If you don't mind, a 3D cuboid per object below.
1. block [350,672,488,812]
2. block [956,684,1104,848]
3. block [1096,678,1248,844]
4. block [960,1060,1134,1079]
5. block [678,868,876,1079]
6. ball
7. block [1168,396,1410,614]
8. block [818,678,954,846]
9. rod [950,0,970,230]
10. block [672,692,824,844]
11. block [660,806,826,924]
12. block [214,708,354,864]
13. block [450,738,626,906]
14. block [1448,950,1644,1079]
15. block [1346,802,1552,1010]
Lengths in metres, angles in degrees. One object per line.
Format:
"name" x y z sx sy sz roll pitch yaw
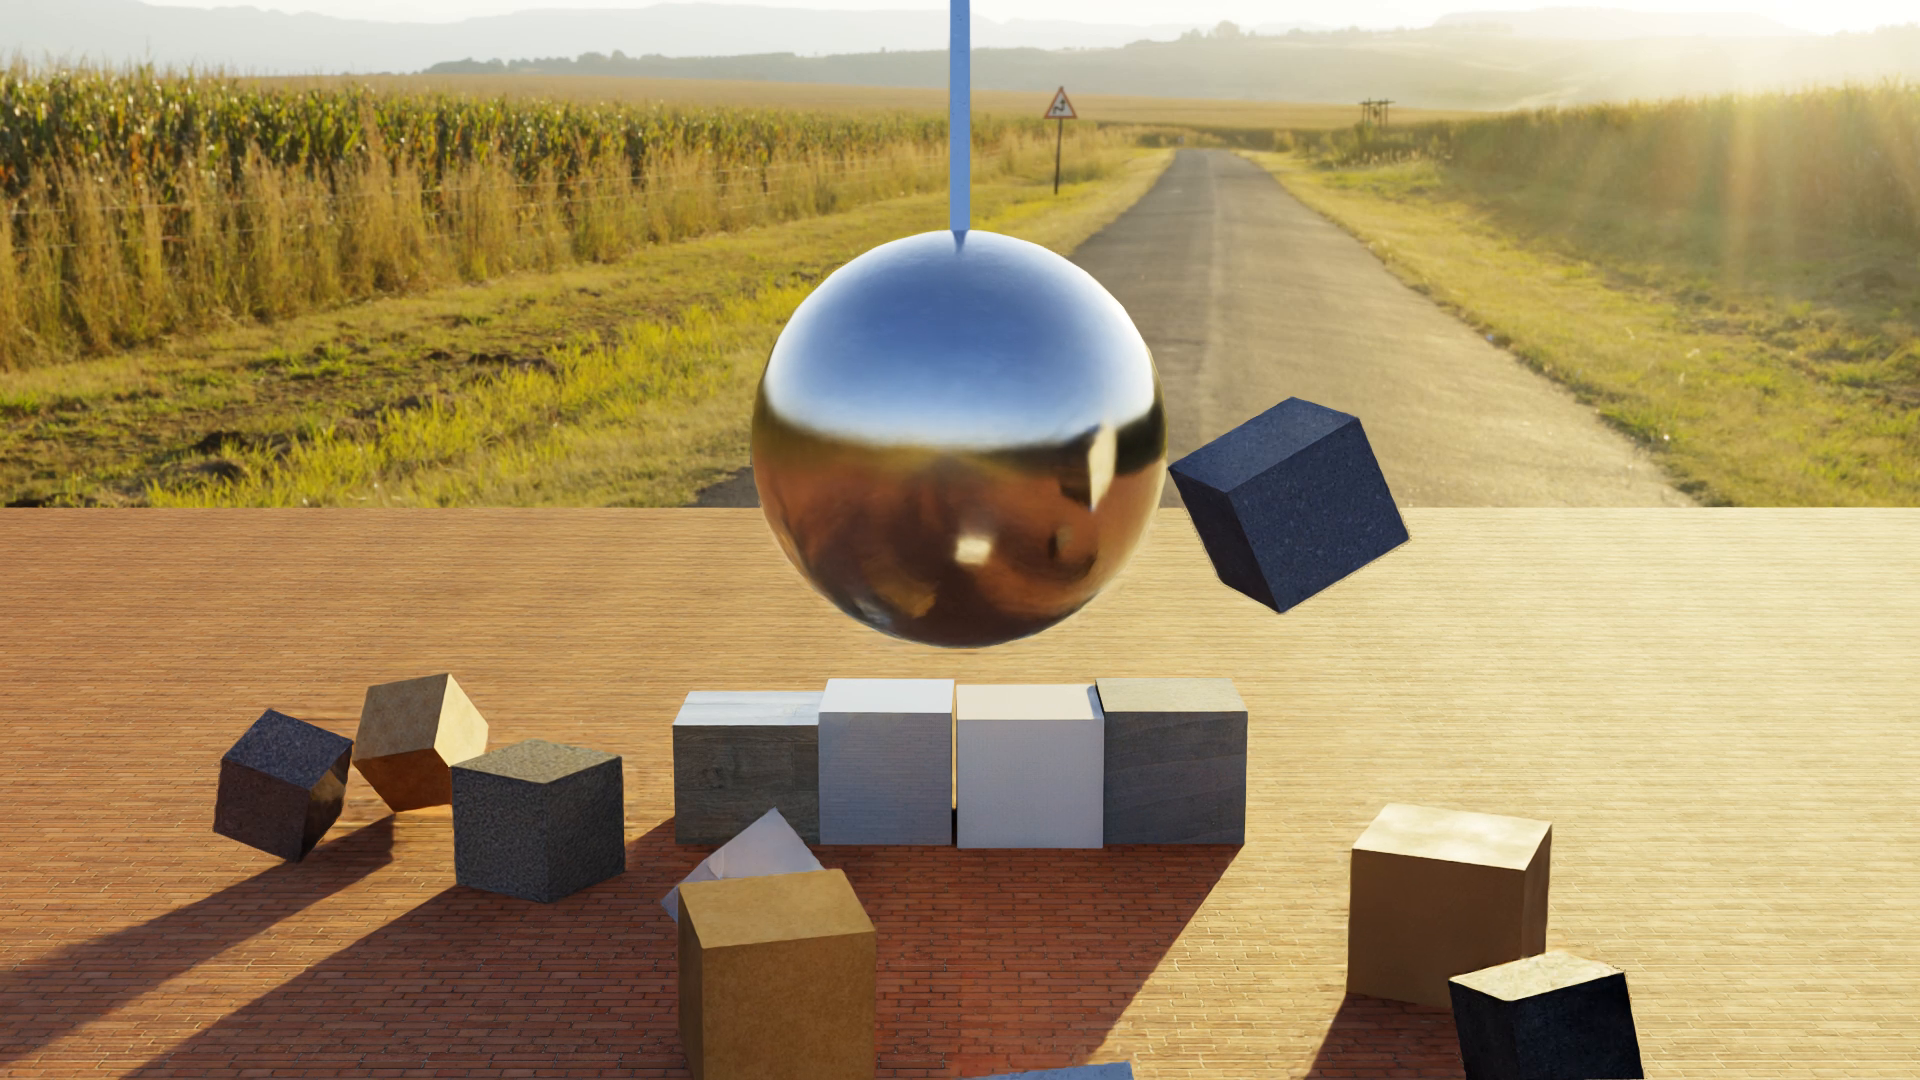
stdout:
"block" -2.829 1.068 11.556 0.467 0.489 0.478 -10 48 12
"block" 0.349 1.157 11.333 0.731 0.669 0.702 0 10 -1
"block" 1.080 1.134 11.395 0.717 0.692 0.694 0 10 0
"block" 0.260 1.966 6.820 0.563 0.484 0.474 -3 54 -11
"block" -0.706 1.688 8.374 0.646 0.633 0.576 -3 16 -16
"ball" 0.000 -0.381 8.425 1.600 1.600 1.600 0 10 0
"block" 1.122 -0.130 7.554 0.519 0.473 0.521 -29 18 -9
"block" -0.370 1.138 11.379 0.665 0.690 0.690 0 10 1
"rod" 0.000 -3.652 9.352 0.080 5.200 0.080 0 -16 0
"block" -1.073 1.171 11.386 0.726 0.623 0.683 0 10 0
"block" -0.920 1.499 9.431 0.468 0.390 0.432 -34 -7 -46
"block" -3.327 1.210 10.819 0.457 0.475 0.445 20 31 4
"block" -2.018 1.341 10.549 0.581 0.588 0.558 6 12 31
"block" 2.030 1.739 7.610 0.436 0.476 0.463 -11 1 -13
"block" 2.073 1.547 9.293 0.704 0.631 0.690 4 11 23
